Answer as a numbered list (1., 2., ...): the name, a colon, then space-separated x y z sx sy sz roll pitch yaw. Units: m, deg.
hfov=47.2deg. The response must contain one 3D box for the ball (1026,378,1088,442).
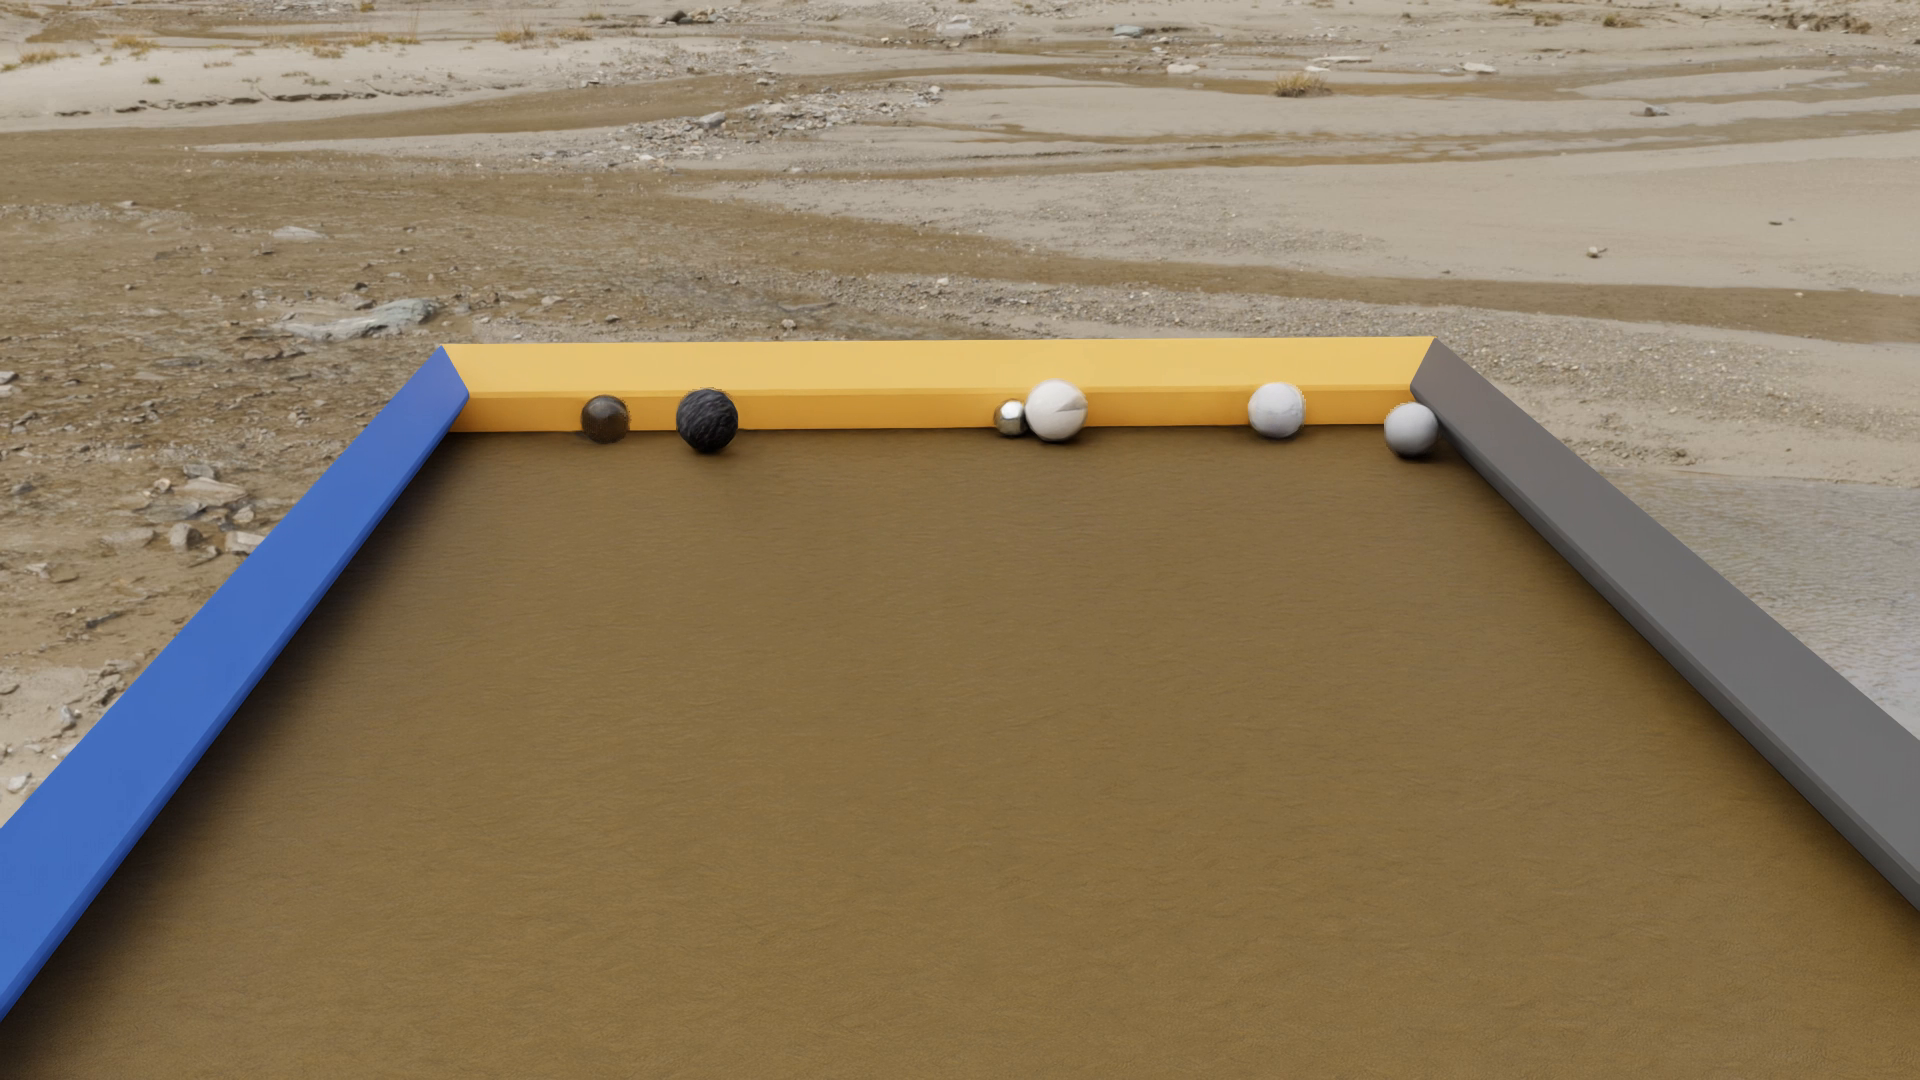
1. ball: 0.140 -0.187 3.175 0.092 0.092 0.092 0 17 0

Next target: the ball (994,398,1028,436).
1. ball: 0.076 -0.179 3.211 0.055 0.055 0.055 0 17 0

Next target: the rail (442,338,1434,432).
1. rail: -0.025 -0.224 3.226 1.463 0.130 0.045 -1 17 -2

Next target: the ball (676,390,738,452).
1. ball: -0.359 -0.170 3.126 0.088 0.088 0.088 0 17 0

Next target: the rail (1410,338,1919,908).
1. rail: 0.734 0.171 1.933 0.045 0.130 2.807 -1 17 -2

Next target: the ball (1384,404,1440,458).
1. ball: 0.637 -0.155 3.096 0.076 0.076 0.076 0 17 0

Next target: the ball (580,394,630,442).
1. ball: -0.513 -0.175 3.174 0.070 0.070 0.070 0 17 0

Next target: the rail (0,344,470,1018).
1. rail: -0.681 0.186 1.882 0.045 0.130 2.807 -1 17 -2

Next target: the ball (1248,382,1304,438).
1. ball: 0.459 -0.188 3.194 0.083 0.083 0.083 0 17 0
